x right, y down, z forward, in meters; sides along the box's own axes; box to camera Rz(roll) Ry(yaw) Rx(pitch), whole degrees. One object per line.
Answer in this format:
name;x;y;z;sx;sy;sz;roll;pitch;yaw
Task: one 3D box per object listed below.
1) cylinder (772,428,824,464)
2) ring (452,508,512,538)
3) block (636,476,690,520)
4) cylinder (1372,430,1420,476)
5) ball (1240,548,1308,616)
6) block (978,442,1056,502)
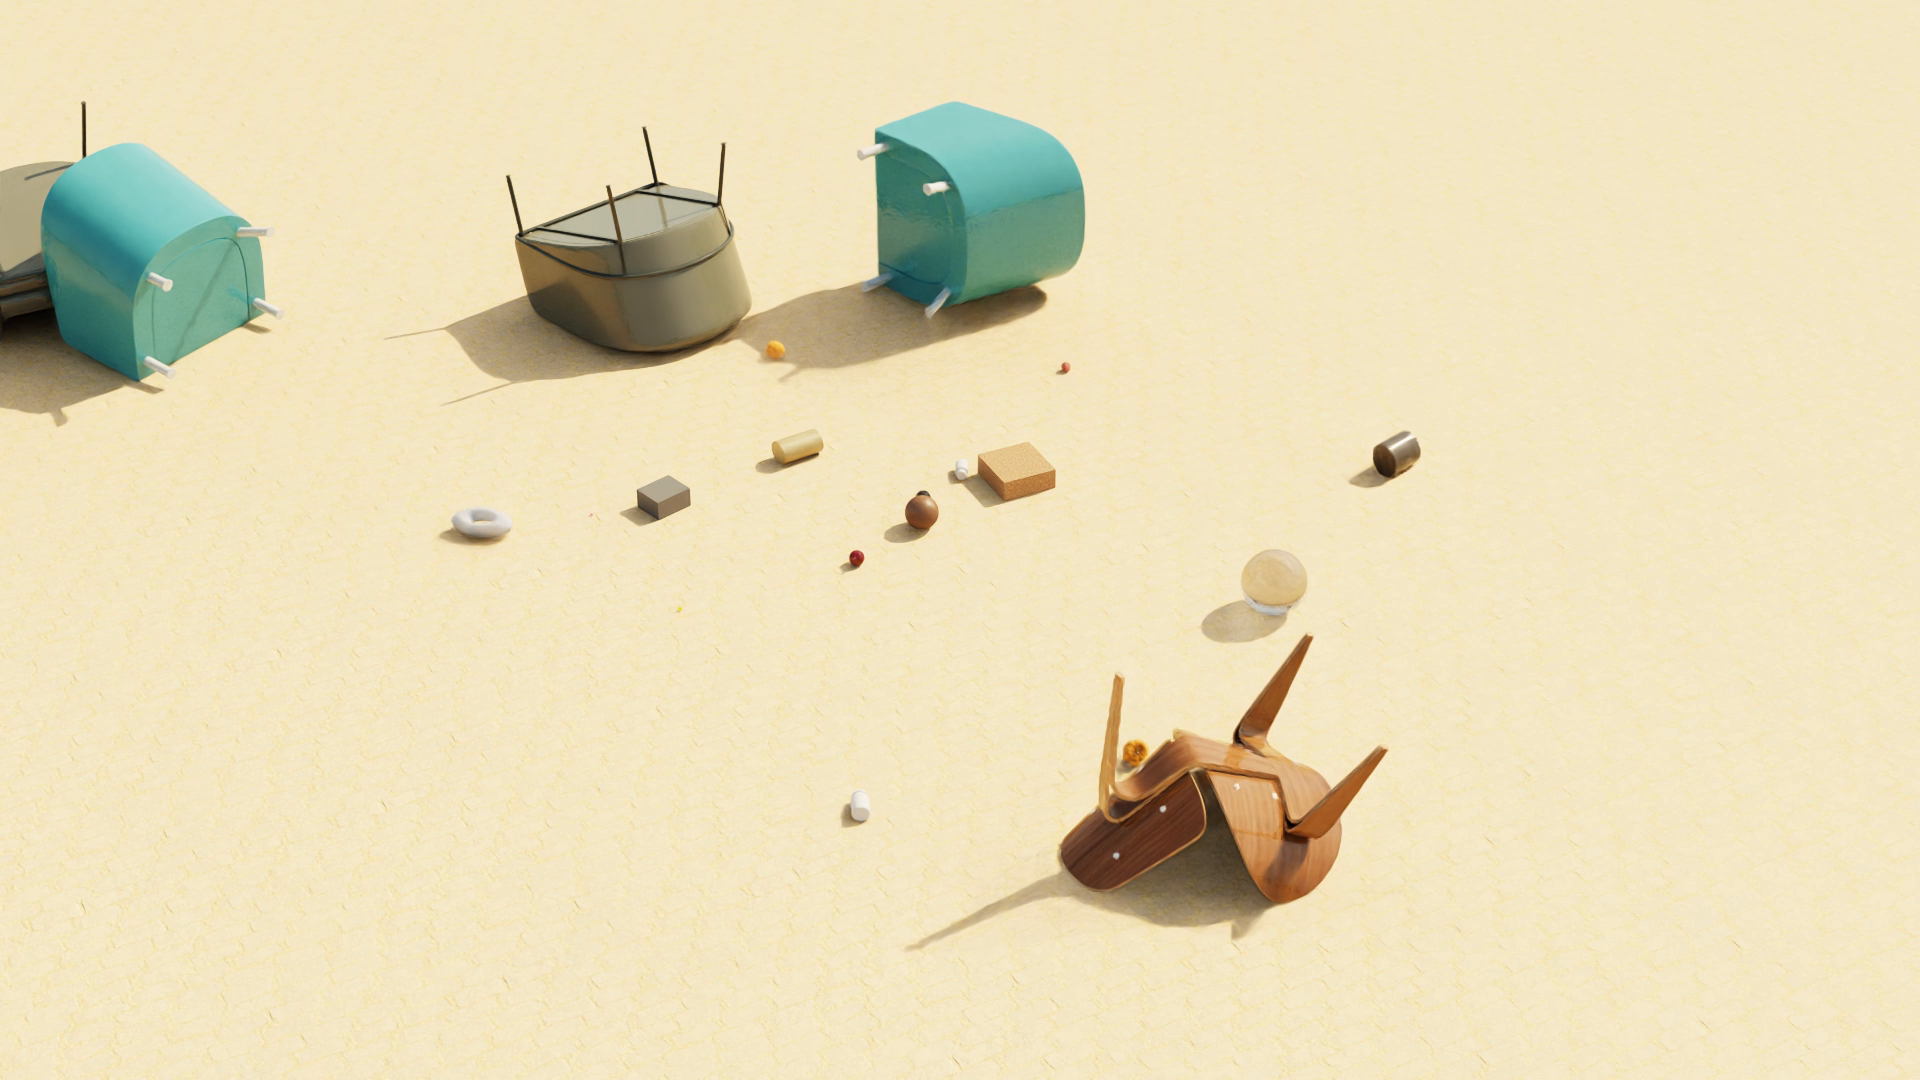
cylinder;-0.632;-0.364;11.412;0.175;0.093;0.104;-20;34;-28
ring;-1.788;-0.064;10.962;0.237;0.070;0.116;5;54;11
block;-1.123;-0.161;11.118;0.154;0.078;0.131;-27;42;-35
cylinder;1.686;-0.335;11.331;0.152;0.137;0.114;-28;21;-35
ball;1.125;0.151;10.498;0.239;0.239;0.239;0;33;0
block;0.217;-0.265;11.270;0.220;0.084;0.229;-15;36;-21
